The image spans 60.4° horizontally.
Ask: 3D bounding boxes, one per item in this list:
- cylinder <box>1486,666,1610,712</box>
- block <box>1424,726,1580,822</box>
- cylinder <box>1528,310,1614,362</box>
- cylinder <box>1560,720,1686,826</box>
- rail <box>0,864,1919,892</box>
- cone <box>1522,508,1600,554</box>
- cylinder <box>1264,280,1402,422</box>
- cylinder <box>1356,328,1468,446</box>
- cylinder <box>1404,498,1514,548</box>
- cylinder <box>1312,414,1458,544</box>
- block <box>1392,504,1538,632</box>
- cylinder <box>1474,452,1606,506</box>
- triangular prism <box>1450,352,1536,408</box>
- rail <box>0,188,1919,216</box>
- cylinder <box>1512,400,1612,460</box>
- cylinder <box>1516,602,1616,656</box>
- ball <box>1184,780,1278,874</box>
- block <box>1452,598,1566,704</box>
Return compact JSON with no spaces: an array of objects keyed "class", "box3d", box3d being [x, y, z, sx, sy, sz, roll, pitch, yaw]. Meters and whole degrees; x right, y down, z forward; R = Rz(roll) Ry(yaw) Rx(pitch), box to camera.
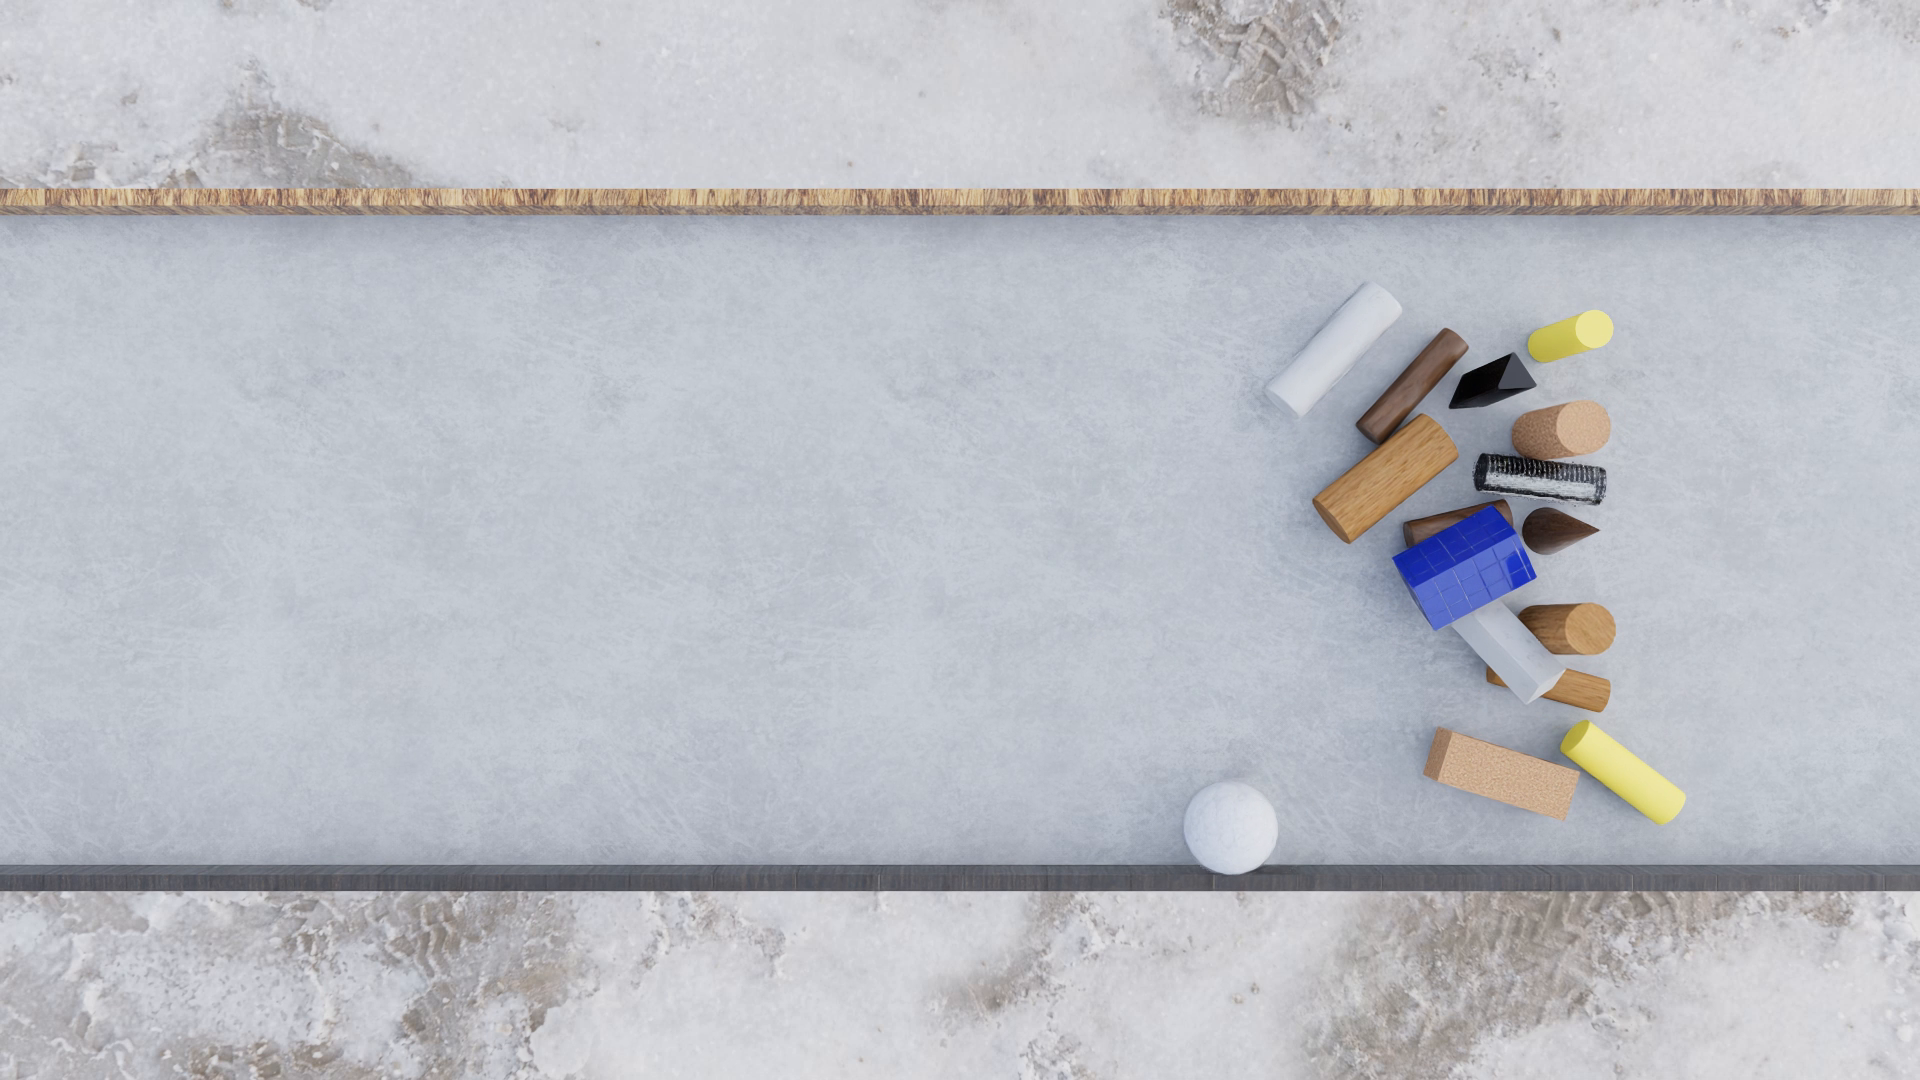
[{"class":"cylinder","box3d":[1.791,0.429,5.024,0.345,0.106,0.106,15,90,0]},{"class":"block","box3d":[1.638,0.707,4.999,0.399,0.154,0.154,17,90,0]},{"class":"cylinder","box3d":[1.802,-0.600,4.880,0.108,0.392,0.108,0,90,0]},{"class":"cylinder","box3d":[2.014,0.706,5.014,0.364,0.126,0.126,37,90,0]},{"class":"rail","box3d":[-2.247,1.025,5.001,12.000,0.150,0.050,0,90,0]},{"class":"cone","box3d":[1.804,-0.027,4.858,0.148,0.436,0.148,0,90,0]},{"class":"cylinder","box3d":[1.133,-0.572,5.004,0.145,0.145,0.449,43,90,0]},{"class":"cylinder","box3d":[1.378,-0.467,5.026,0.101,0.101,0.395,43,90,0]},{"class":"cylinder","box3d":[1.517,-0.041,5.025,0.306,0.102,0.102,-13,90,0]},{"class":"cylinder","box3d":[1.286,-0.185,4.989,0.417,0.176,0.176,-38,90,0]},{"class":"block","box3d":[1.505,0.083,4.930,0.335,0.180,0.180,-29,119,9]},{"class":"cylinder","box3d":[1.764,-0.184,5.017,0.361,0.119,0.119,7,90,0]},{"class":"triangular prism","box3d":[1.577,-0.475,4.912,0.119,0.324,0.103,-4,85,-9]},{"class":"rail","box3d":[-2.247,-1.025,5.002,12.000,0.150,0.050,0,90,0]},{"class":"cylinder","box3d":[1.774,-0.321,4.880,0.156,0.391,0.156,0,90,1]},{"class":"cylinder","box3d":[1.789,0.265,4.892,0.151,0.355,0.151,0,87,-4]},{"class":"ball","box3d":[0.811,0.861,4.938,0.278,0.278,0.278,0,90,0]},{"class":"block","box3d":[1.639,0.319,4.937,0.112,0.112,0.325,-26,61,-22]}]
